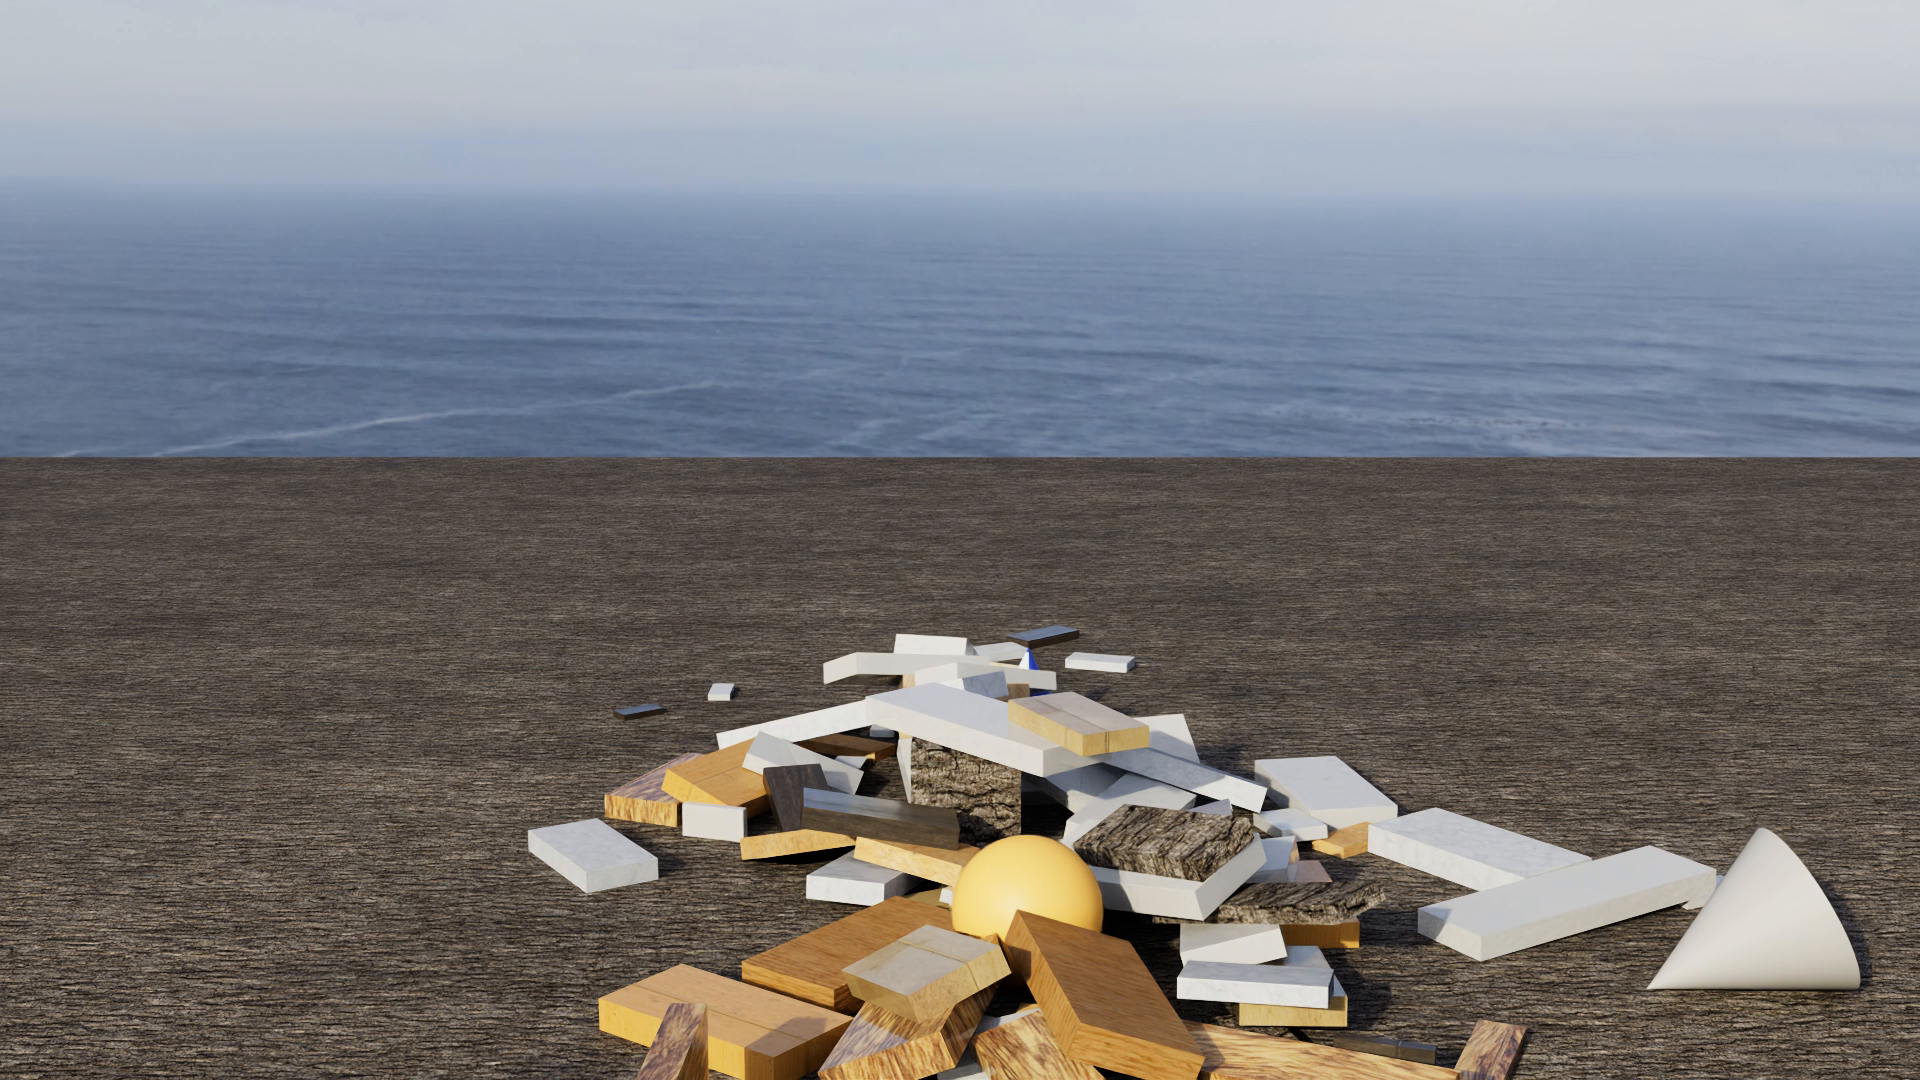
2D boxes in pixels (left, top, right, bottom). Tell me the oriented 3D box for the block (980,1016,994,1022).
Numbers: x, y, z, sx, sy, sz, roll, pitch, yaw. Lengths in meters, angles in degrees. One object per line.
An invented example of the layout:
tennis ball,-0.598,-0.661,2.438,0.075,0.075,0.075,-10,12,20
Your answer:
block,0.040,0.690,3.082,0.127,0.018,0.063,5,12,27

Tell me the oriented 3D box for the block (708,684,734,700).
block,-0.538,0.343,4.963,0.048,0.014,0.096,0,11,1

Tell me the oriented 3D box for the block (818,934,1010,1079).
block,-0.057,0.651,3.010,0.179,0.051,0.357,-22,5,16

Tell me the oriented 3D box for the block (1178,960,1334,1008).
block,0.409,0.612,3.035,0.204,0.029,0.102,1,3,14

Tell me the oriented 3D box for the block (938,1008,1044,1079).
block,0.069,0.679,2.960,0.209,0.030,0.104,-12,18,-2

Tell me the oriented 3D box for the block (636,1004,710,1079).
block,-0.351,0.698,2.633,0.047,0.166,0.332,0,11,3

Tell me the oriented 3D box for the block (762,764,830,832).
block,-0.288,0.481,4.008,0.108,0.031,0.216,-3,27,-15

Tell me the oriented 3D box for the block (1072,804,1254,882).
block,0.310,0.462,3.372,0.129,0.036,0.257,-31,20,-38

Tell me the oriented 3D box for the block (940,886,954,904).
block,0.044,0.584,3.530,0.141,0.020,0.071,13,-2,12

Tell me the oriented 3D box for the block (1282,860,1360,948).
block,0.539,0.588,3.563,0.148,0.042,0.295,-1,11,-3

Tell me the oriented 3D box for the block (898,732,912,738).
block,-0.006,0.351,4.276,0.131,0.037,0.263,-7,-2,23

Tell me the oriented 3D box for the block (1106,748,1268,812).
block,0.399,0.427,4.072,0.329,0.047,0.164,18,-2,5

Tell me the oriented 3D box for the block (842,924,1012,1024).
block,-0.051,0.596,3.039,0.144,0.041,0.287,-25,5,-20

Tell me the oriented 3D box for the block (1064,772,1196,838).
block,0.303,0.489,3.887,0.133,0.038,0.266,19,22,24

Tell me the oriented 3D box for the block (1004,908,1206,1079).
block,0.189,0.617,2.973,0.179,0.051,0.357,19,10,-16

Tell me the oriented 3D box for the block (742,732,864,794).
block,-0.297,0.435,4.173,0.216,0.031,0.108,22,20,0

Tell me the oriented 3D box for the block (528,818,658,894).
block,-0.638,0.545,3.811,0.131,0.037,0.262,-7,12,-31

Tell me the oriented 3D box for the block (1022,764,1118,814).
block,0.194,0.434,4.074,0.331,0.031,0.108,32,39,33

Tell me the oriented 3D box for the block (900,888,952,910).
block,-0.059,0.596,3.583,0.141,0.020,0.071,-6,12,-27

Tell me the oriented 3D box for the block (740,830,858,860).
block,-0.235,0.519,3.836,0.266,0.038,0.133,-5,-7,-24

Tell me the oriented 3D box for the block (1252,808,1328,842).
block,0.593,0.513,3.955,0.083,0.023,0.166,-6,5,-10

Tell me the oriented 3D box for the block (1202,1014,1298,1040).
block,0.413,0.700,2.999,0.102,0.029,0.203,-3,11,-15

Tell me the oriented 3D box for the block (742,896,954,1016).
block,-0.141,0.629,3.323,0.179,0.051,0.357,8,13,37

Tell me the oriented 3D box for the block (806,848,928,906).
block,-0.144,0.557,3.664,0.133,0.038,0.266,3,5,18

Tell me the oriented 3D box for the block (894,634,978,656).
block,-0.031,0.277,4.829,0.155,0.044,0.310,3,-19,14

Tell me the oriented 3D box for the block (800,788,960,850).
block,-0.136,0.469,3.697,0.262,0.037,0.131,9,7,-5

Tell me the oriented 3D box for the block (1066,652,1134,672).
block,0.333,0.291,5.223,0.149,0.021,0.075,4,11,19

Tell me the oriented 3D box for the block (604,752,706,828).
block,-0.527,0.472,4.183,0.153,0.043,0.306,4,11,23

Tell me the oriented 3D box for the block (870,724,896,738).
block,-0.159,0.397,4.668,0.051,0.015,0.103,1,11,5

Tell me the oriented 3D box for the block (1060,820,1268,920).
block,0.283,0.507,3.410,0.346,0.049,0.173,-2,23,45

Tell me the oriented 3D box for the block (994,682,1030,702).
block,0.034,0.327,4.465,0.131,0.037,0.263,2,-12,-18

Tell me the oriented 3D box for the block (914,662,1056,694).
block,0.053,0.284,4.445,0.263,0.037,0.131,8,-15,-39

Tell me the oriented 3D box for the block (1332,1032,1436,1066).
block,0.562,0.696,2.915,0.133,0.067,0.019,4,11,19

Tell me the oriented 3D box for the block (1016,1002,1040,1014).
block,0.097,0.683,3.015,0.063,0.018,0.127,1,26,19
